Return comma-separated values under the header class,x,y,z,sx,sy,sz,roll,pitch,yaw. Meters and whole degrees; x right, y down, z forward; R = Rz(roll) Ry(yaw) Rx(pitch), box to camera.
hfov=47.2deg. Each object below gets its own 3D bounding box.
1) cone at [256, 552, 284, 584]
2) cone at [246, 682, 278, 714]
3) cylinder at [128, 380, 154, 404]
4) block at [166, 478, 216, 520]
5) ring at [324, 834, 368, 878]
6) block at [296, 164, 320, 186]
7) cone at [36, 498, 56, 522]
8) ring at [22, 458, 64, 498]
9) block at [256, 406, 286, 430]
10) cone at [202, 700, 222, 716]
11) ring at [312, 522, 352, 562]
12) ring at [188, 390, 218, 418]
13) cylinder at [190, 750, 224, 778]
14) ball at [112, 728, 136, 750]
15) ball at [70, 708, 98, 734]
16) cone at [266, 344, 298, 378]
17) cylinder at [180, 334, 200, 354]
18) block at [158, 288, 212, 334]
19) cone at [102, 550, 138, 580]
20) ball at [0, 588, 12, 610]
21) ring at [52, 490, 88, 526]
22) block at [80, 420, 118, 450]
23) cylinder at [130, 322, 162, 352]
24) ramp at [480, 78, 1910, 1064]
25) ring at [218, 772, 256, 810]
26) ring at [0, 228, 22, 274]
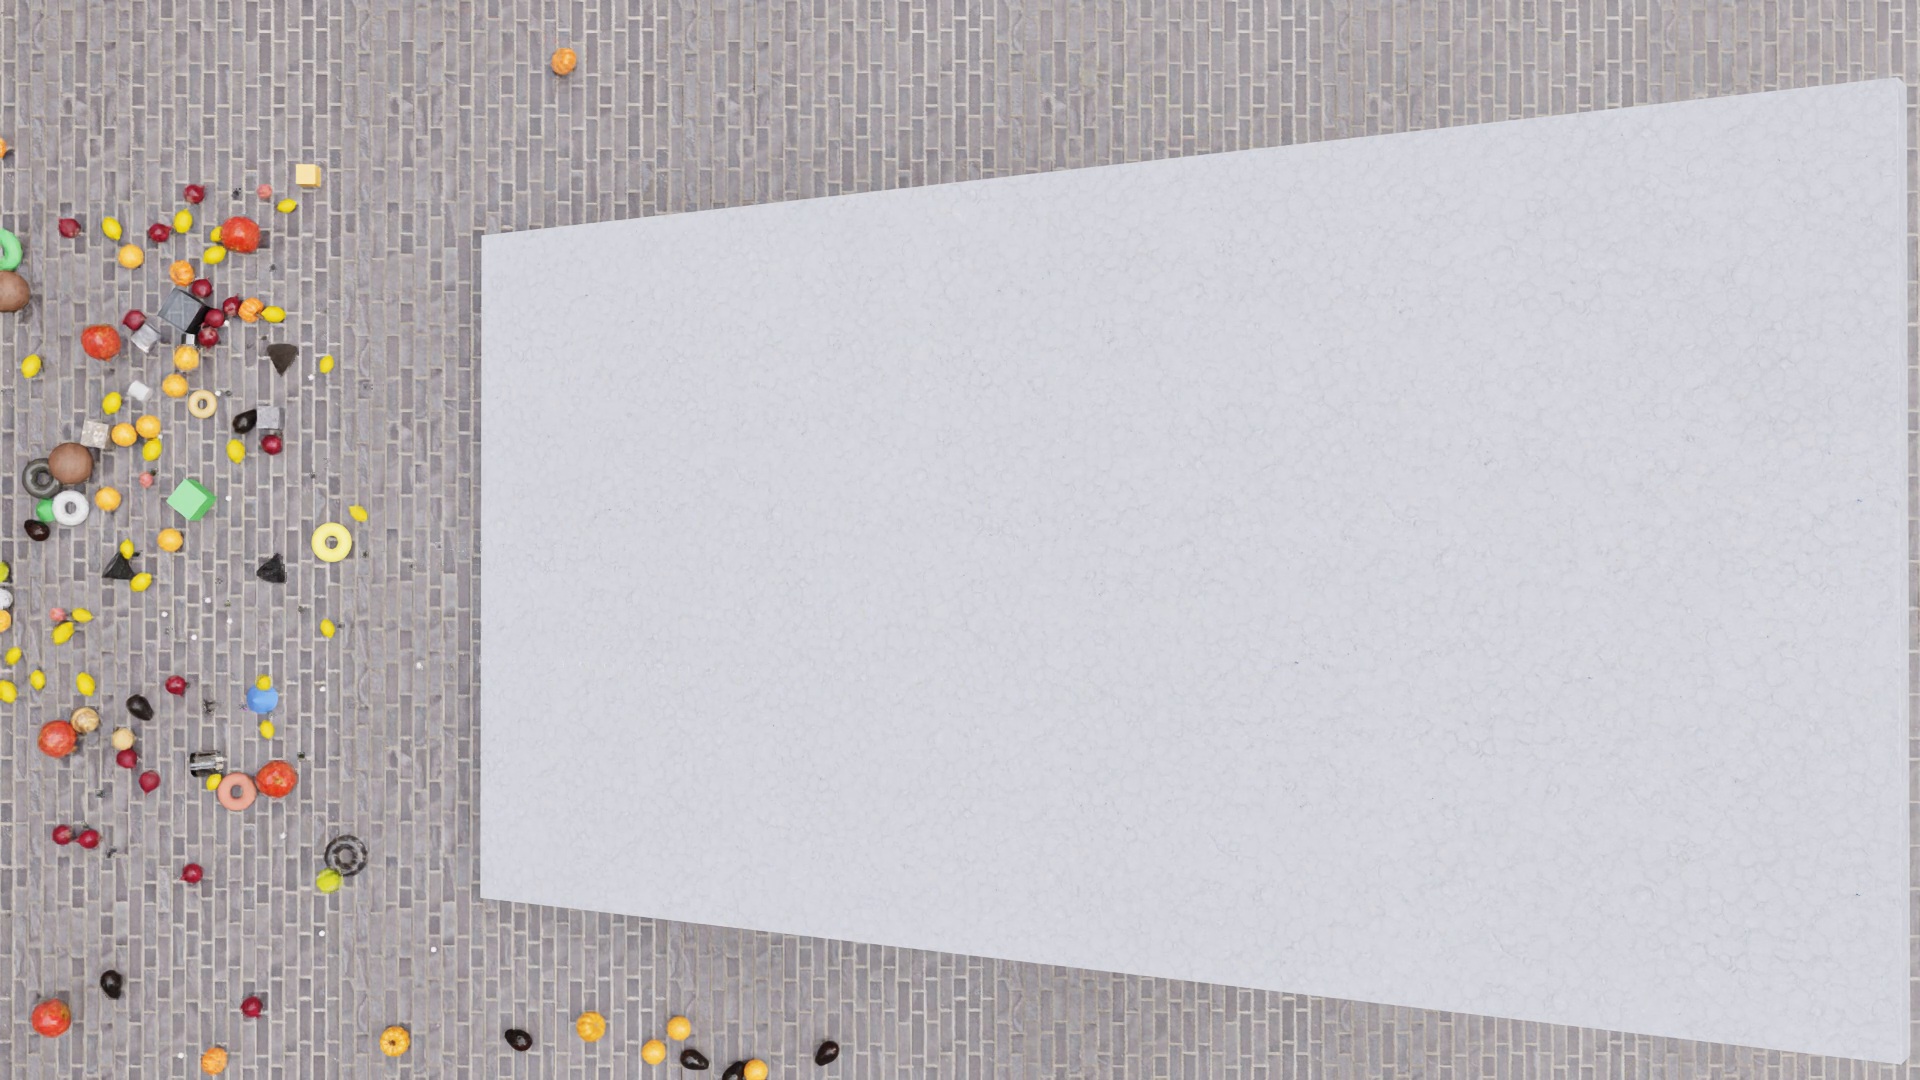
class,x,y,z,sx,sy,sz,roll,pitch,yaw
cone,-2.091,0.073,6.705,0.087,0.087,0.087,8,63,0
cone,-2.133,0.484,6.673,0.096,0.096,0.096,0,90,0
cylinder,-2.498,-0.451,6.703,0.053,0.053,0.053,30,90,0
block,-2.334,-0.122,6.682,0.089,0.089,0.089,39,90,0
ring,-1.870,0.963,6.696,0.131,0.044,0.131,0,91,-1
block,-1.987,-1.111,6.706,0.058,0.058,0.058,0,90,0
cone,-2.792,-0.091,6.691,0.070,0.070,0.070,0,90,0
ring,-2.797,-0.188,6.707,0.125,0.042,0.125,0,90,-1
block,-2.098,-0.371,6.696,0.066,0.066,0.066,3,90,0
cone,-2.275,0.506,6.709,0.053,0.053,0.053,-15,89,-27
ring,-1.916,0.007,6.706,0.121,0.040,0.121,0,89,-1
ring,-2.313,-0.415,6.714,0.089,0.030,0.089,0,88,0
cylinder,-2.290,0.679,6.681,0.077,0.077,0.077,-6,90,0
ball,-2.544,0.605,6.687,0.066,0.066,0.066,0,90,0
ball,-2.659,0.548,6.681,0.079,0.079,0.079,0,90,0
cone,-2.071,-0.539,6.709,0.093,0.093,0.093,10,116,0
cylinder,-2.346,-0.598,6.703,0.055,0.055,0.055,7,97,0
block,-2.354,-0.694,6.682,0.099,0.099,0.099,32,90,0
cone,-2.545,0.099,6.703,0.096,0.096,0.096,36,90,-26
ball,-2.917,0.180,6.692,0.065,0.065,0.065,0,90,0
ring,-2.713,-0.098,6.708,0.110,0.037,0.110,0,92,-1
block,-2.619,-0.319,6.691,0.074,0.074,0.074,10,90,0
cylinder,-2.477,-0.618,6.698,0.066,0.066,0.066,42,90,0
ramp,0.256,0.070,5.590,4.000,0.100,2.000,0,89,33
ring,-2.203,0.766,6.699,0.118,0.039,0.118,0,88,-1
ring,-2.924,-0.880,6.697,0.140,0.047,0.140,3,102,12
